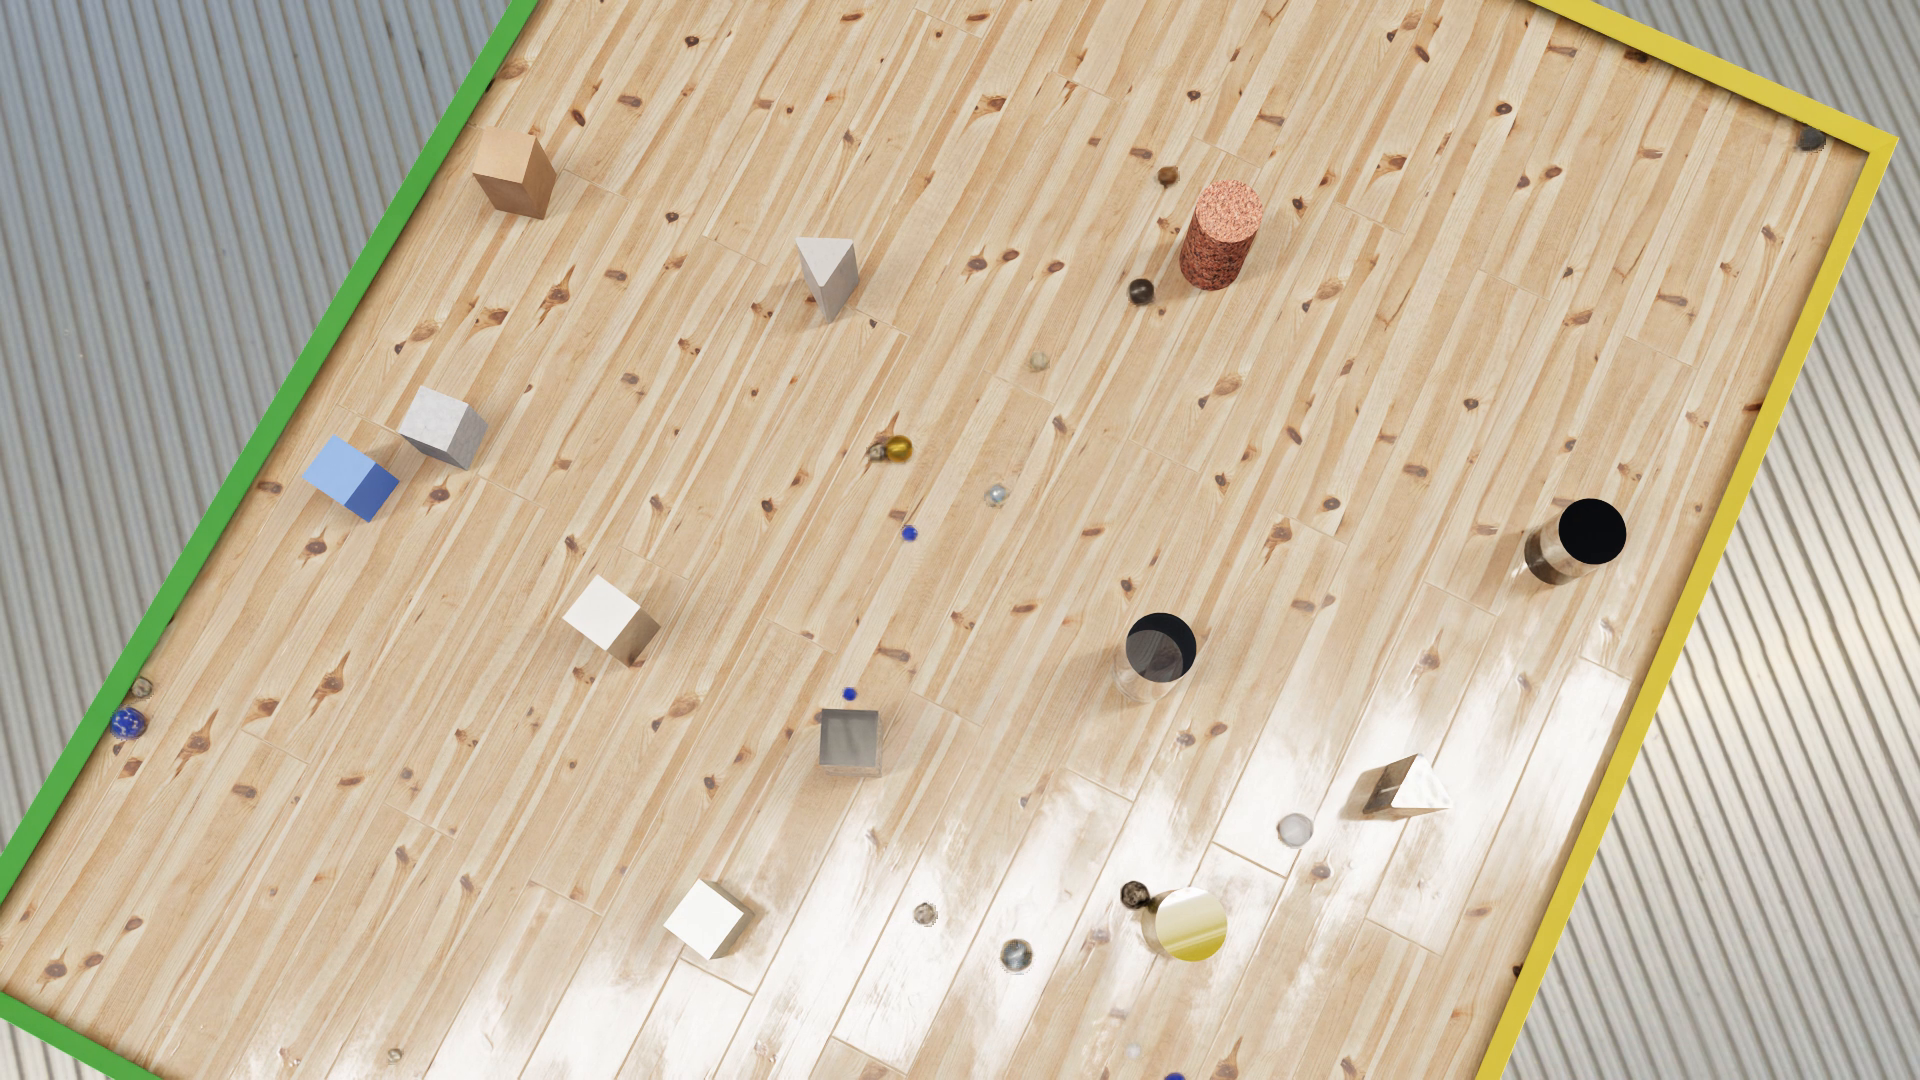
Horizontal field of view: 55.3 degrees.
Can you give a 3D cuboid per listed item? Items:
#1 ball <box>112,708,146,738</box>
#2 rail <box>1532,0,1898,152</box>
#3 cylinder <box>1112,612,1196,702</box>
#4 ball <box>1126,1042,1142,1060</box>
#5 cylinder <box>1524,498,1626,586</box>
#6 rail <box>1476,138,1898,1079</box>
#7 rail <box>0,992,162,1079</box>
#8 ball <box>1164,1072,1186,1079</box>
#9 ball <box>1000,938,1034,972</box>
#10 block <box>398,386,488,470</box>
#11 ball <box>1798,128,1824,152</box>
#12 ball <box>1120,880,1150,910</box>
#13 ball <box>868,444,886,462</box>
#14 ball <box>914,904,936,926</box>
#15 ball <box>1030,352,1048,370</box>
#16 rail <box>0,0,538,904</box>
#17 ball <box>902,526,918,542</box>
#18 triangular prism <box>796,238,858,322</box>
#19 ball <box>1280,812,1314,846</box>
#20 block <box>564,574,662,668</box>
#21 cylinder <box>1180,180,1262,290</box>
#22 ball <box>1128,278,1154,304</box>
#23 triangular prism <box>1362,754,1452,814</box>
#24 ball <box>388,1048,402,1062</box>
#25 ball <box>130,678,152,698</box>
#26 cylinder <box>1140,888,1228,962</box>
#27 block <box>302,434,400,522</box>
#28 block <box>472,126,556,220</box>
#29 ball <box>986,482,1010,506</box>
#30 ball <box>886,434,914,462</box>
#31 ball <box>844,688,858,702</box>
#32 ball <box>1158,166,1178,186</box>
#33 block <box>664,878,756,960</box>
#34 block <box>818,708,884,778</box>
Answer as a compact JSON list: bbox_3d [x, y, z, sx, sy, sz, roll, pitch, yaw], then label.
[{"bbox_3d":[-2.477,0.544,5.457,0.092,0.092,0.092,0,78,0],"label":"ball"},{"bbox_3d":[1.092,-2.131,5.991,4.123,0.128,0.045,26,80,5],"label":"rail"},{"bbox_3d":[0.556,0.346,5.299,0.197,0.482,0.197,0,78,0],"label":"cylinder"},{"bbox_3d":[0.500,1.474,5.287,0.047,0.047,0.047,0,78,0],"label":"ball"},{"bbox_3d":[1.824,0.008,5.447,0.197,0.329,0.197,0,78,0],"label":"cylinder"},{"bbox_3d":[1.823,0.899,5.364,0.045,0.128,4.929,26,80,5],"label":"rail"},{"bbox_3d":[-1.092,2.145,5.106,4.123,0.128,0.045,26,80,5],"label":"rail"},{"bbox_3d":[0.619,1.564,5.257,0.070,0.070,0.070,0,78,0],"label":"ball"},{"bbox_3d":[0.165,1.205,5.318,0.097,0.097,0.097,0,78,0],"label":"ball"},{"bbox_3d":[-1.565,-0.337,5.563,0.157,0.241,0.157,21,79,4],"label":"block"},{"bbox_3d":[2.712,-1.276,5.843,0.074,0.074,0.074,0,78,0],"label":"ball"},{"bbox_3d":[0.513,1.038,5.359,0.084,0.084,0.084,0,78,0],"label":"ball"},{"bbox_3d":[-0.255,-0.270,5.644,0.055,0.055,0.055,0,78,0],"label":"ball"},{"bbox_3d":[-0.104,1.094,5.358,0.064,0.064,0.064,0,78,0],"label":"ball"},{"bbox_3d":[0.246,-0.556,5.702,0.059,0.059,0.059,0,78,0],"label":"ball"},{"bbox_3d":[-1.823,-0.886,5.734,0.045,0.128,4.929,26,80,5],"label":"rail"},{"bbox_3d":[-0.153,-0.018,5.596,0.048,0.048,0.048,0,78,0],"label":"ball"},{"bbox_3d":[-0.426,-0.823,5.610,0.148,0.347,0.170,32,80,6],"label":"triangular prism"},{"bbox_3d":[0.989,0.852,5.390,0.098,0.098,0.098,0,78,0],"label":"ball"},{"bbox_3d":[-1.016,0.243,5.378,0.157,0.370,0.157,36,81,7],"label":"block"},{"bbox_3d":[0.792,-0.925,5.593,0.197,0.421,0.197,0,78,0],"label":"cylinder"},{"bbox_3d":[0.568,-0.780,5.736,0.082,0.082,0.082,0,78,0],"label":"ball"},{"bbox_3d":[1.282,0.703,5.277,0.170,0.380,0.148,0,78,0],"label":"triangular prism"},{"bbox_3d":[-1.632,1.487,5.288,0.040,0.040,0.040,0,78,0],"label":"ball"},{"bbox_3d":[-2.454,0.443,5.493,0.062,0.062,0.062,0,78,0],"label":"ball"},{"bbox_3d":[0.629,1.087,5.182,0.197,0.411,0.197,0,78,0],"label":"cylinder"},{"bbox_3d":[-1.837,-0.184,5.533,0.157,0.238,0.157,33,80,6],"label":"block"},{"bbox_3d":[-1.383,-1.139,5.701,0.157,0.297,0.157,13,79,3],"label":"block"},{"bbox_3d":[0.115,-0.140,5.609,0.071,0.071,0.071,0,78,0],"label":"ball"},{"bbox_3d":[-0.186,-0.280,5.631,0.086,0.086,0.086,0,78,0],"label":"ball"},{"bbox_3d":[-0.330,0.465,5.500,0.041,0.041,0.041,0,78,0],"label":"ball"},{"bbox_3d":[0.659,-1.157,5.823,0.064,0.064,0.064,0,78,0],"label":"ball"},{"bbox_3d":[-0.709,1.082,5.226,0.157,0.327,0.157,36,81,7],"label":"block"},{"bbox_3d":[-0.310,0.590,5.296,0.157,0.389,0.157,2,78,0],"label":"block"}]
